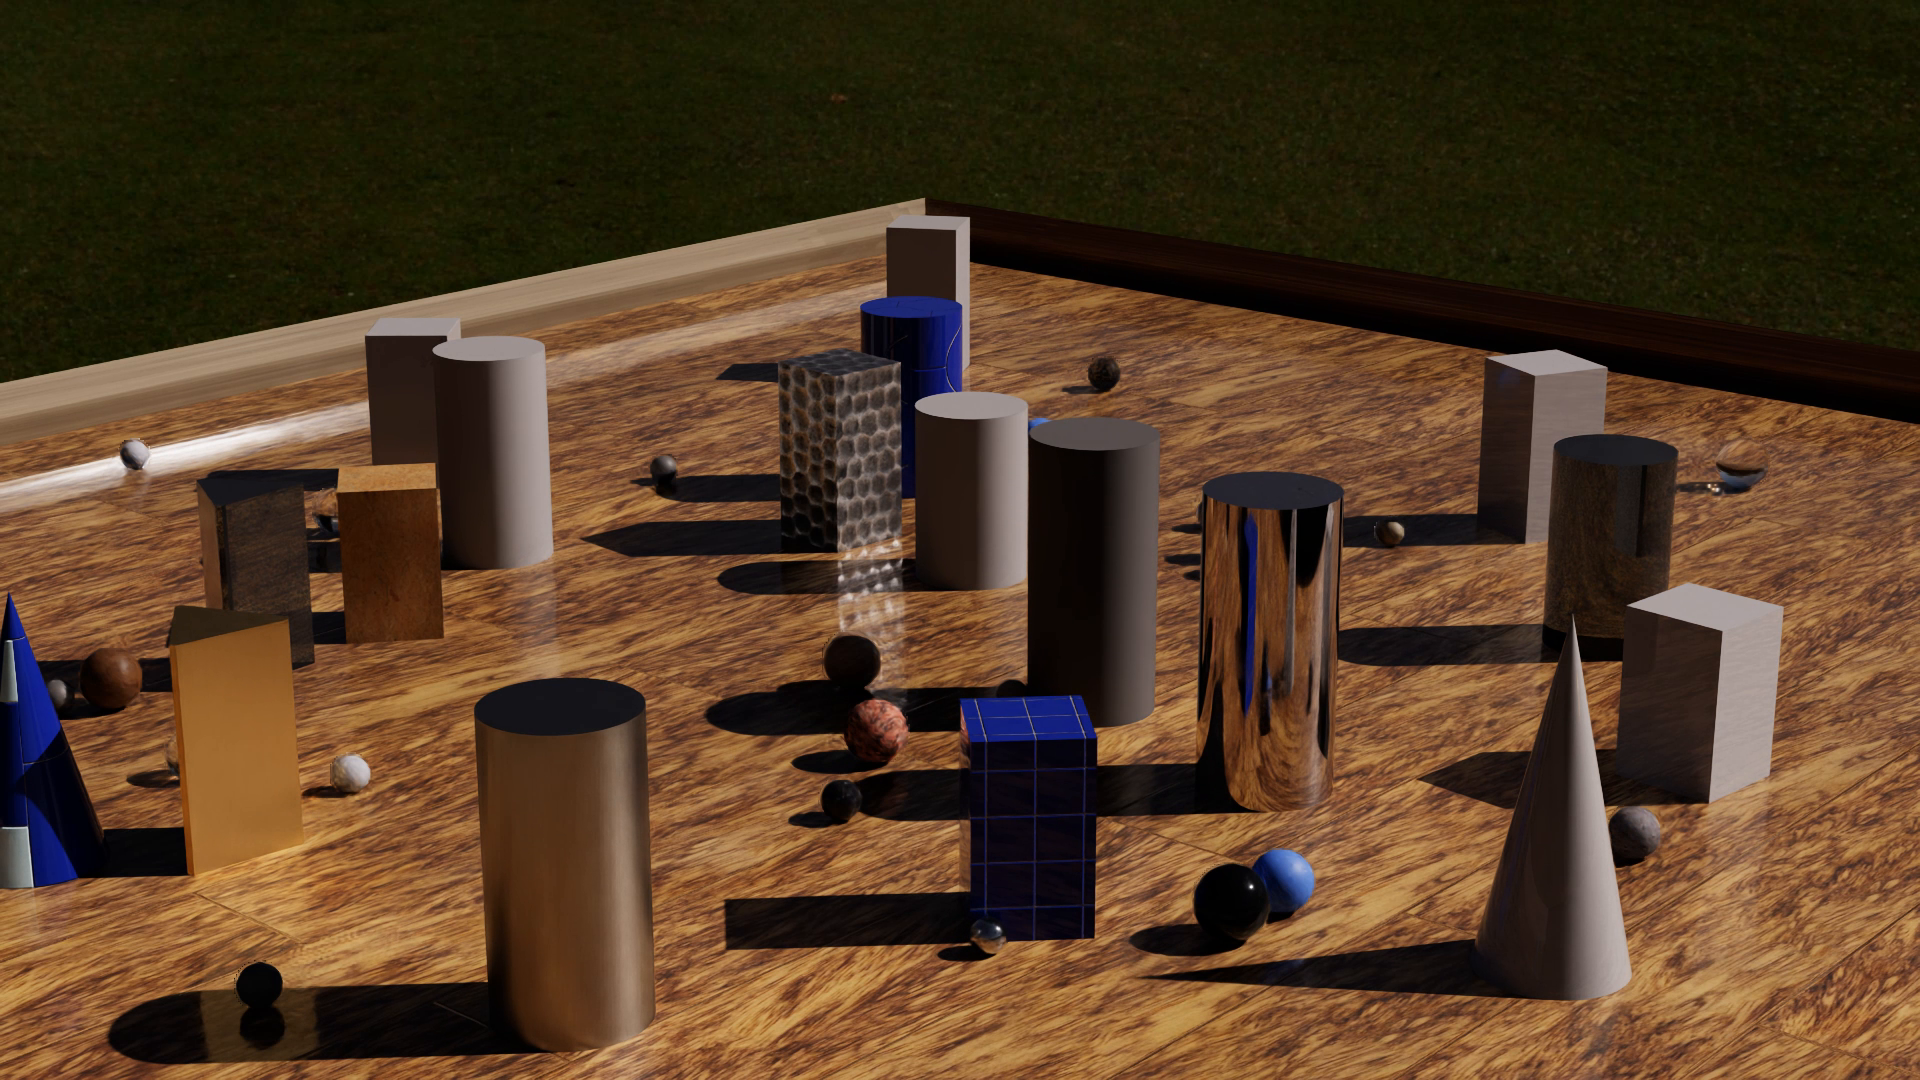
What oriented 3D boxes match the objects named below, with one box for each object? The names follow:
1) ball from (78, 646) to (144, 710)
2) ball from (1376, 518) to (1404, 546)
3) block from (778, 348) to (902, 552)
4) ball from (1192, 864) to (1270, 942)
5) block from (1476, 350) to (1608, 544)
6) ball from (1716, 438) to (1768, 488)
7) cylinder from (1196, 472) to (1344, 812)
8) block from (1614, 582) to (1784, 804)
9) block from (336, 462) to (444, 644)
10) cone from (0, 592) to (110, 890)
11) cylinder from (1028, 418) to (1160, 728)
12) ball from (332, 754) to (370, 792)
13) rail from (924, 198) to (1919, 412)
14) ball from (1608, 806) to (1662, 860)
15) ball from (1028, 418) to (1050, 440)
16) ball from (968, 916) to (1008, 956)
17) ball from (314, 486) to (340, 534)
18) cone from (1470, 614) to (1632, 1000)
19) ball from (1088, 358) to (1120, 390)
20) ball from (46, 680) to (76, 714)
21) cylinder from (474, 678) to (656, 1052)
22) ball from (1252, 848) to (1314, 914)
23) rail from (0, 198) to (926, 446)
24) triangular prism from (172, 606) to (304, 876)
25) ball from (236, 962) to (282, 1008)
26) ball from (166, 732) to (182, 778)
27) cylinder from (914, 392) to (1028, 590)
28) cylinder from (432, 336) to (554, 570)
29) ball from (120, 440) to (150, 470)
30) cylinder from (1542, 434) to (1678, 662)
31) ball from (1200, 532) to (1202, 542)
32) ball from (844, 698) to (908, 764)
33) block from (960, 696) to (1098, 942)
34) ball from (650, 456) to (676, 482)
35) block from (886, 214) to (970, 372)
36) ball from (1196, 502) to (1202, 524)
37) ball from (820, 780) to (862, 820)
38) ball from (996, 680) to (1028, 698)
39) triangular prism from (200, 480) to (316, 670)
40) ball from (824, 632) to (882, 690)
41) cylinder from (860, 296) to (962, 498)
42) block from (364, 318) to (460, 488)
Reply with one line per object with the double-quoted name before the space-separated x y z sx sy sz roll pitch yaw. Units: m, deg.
"ball" -1.324 0.215 4.571 0.098 0.098 0.098 0 17 0
"ball" 0.796 -0.016 5.421 0.051 0.051 0.051 0 17 0
"block" -0.222 -0.168 5.439 0.160 0.333 0.160 -15 23 -41
"ball" 0.347 0.464 3.745 0.099 0.099 0.099 0 17 0
"block" 1.088 -0.176 5.487 0.160 0.320 0.160 -7 18 -23
"ball" 1.545 -0.152 5.786 0.100 0.100 0.100 0 17 0
"cylinder" 0.442 0.144 4.201 0.200 0.448 0.200 0 17 0
"block" 1.076 0.220 4.272 0.160 0.261 0.160 -15 23 -41
"block" -0.957 0.021 4.933 0.160 0.262 0.160 -3 17 -10
"cone" -1.264 0.252 3.950 0.200 0.386 0.200 0 17 0
"cylinder" 0.205 0.049 4.531 0.200 0.441 0.200 0 17 0
"ball" -0.880 0.338 4.239 0.055 0.055 0.055 0 17 0
"rail" 1.527 -0.475 6.804 4.346 0.130 0.045 14 22 39
"ball" 0.921 0.399 4.005 0.072 0.072 0.072 0 17 0
"ball" 0.164 -0.199 5.948 0.097 0.097 0.097 0 17 0
"ball" 0.035 0.501 3.710 0.049 0.049 0.049 0 17 0
"ball" -1.163 -0.055 5.484 0.089 0.089 0.089 0 17 0
"cone" 0.741 0.311 3.614 0.200 0.466 0.200 0 17 0
"ball" 0.323 -0.373 6.566 0.074 0.074 0.074 0 17 0
"ball" -1.402 0.244 4.554 0.053 0.053 0.053 0 17 0
"cylinder" -0.468 0.384 3.491 0.200 0.397 0.200 0 17 0
"ball" 0.421 0.446 3.830 0.084 0.084 0.084 0 17 0
"rail" -1.623 -0.374 6.469 0.045 0.130 4.706 14 22 39
"triangular prism" -1.023 0.263 4.016 0.173 0.328 0.150 -14 22 -40
"ball" -0.851 0.541 3.564 0.055 0.055 0.055 0 17 0
"ball" -1.125 0.314 4.288 0.073 0.073 0.073 0 17 0
"cylinder" 0.020 -0.089 5.211 0.200 0.311 0.200 0 17 0
"cylinder" -0.846 -0.160 5.319 0.200 0.385 0.200 0 17 0
"ball" -1.668 -0.172 5.928 0.058 0.058 0.058 0 17 0
"cylinder" 1.073 0.011 4.845 0.200 0.332 0.200 0 17 0
"ball" 0.478 -0.004 5.329 0.081 0.081 0.081 0 17 0
"ball" -0.125 0.283 4.350 0.096 0.096 0.096 0 17 0
"block" 0.086 0.359 3.789 0.160 0.274 0.160 -1 17 -5
"ball" -0.590 -0.142 5.836 0.053 0.053 0.053 0 17 0
"block" -0.072 -0.556 6.705 0.160 0.345 0.160 3 17 11
"ball" 0.476 -0.051 5.520 0.062 0.062 0.062 0 17 0
"ball" -0.167 0.367 4.137 0.059 0.059 0.059 0 17 0
"ball" 0.081 0.243 4.561 0.051 0.051 0.051 0 17 0
"triangular prism" -1.166 0.060 4.727 0.150 0.305 0.173 12 21 35
"ball" -0.171 0.192 4.658 0.093 0.093 0.093 0 17 0
"cylinder" -0.095 -0.282 5.768 0.200 0.361 0.200 0 17 0
"block" -1.078 -0.272 5.824 0.160 0.310 0.160 0 17 0
